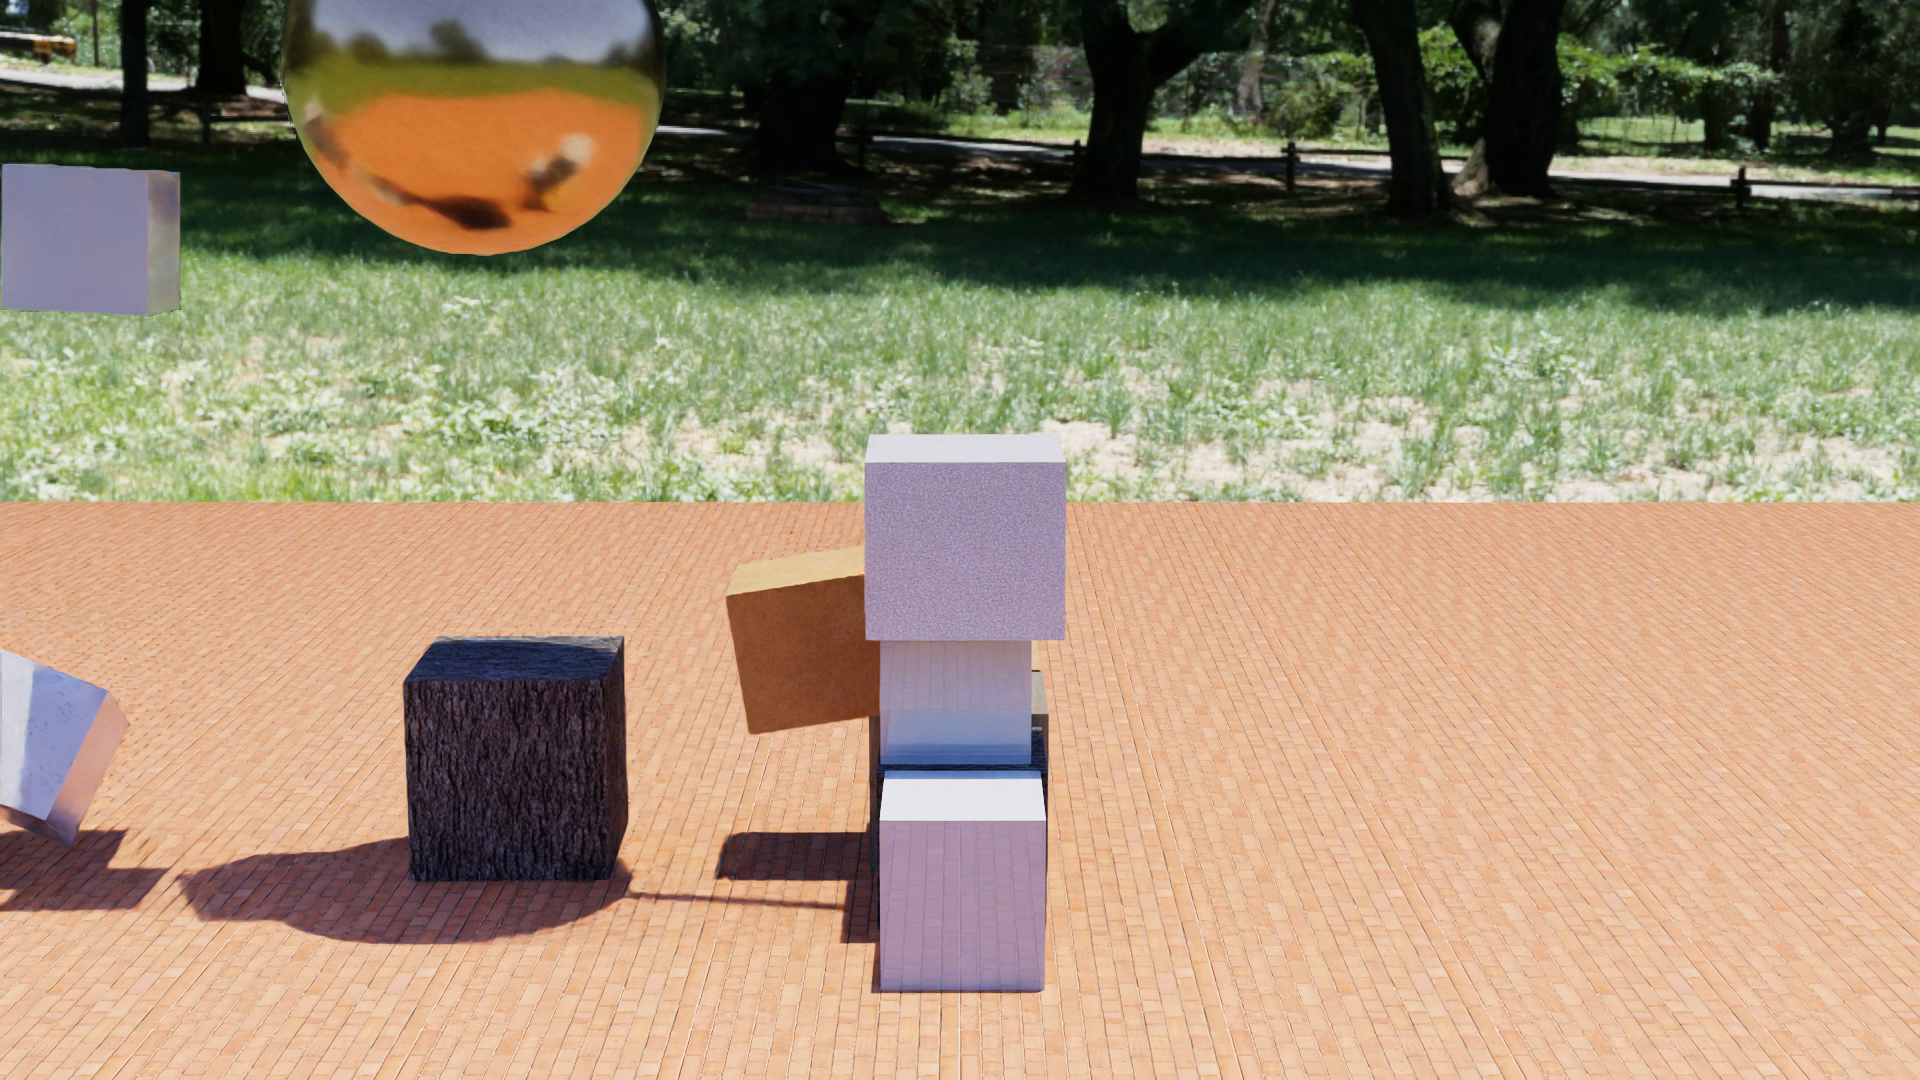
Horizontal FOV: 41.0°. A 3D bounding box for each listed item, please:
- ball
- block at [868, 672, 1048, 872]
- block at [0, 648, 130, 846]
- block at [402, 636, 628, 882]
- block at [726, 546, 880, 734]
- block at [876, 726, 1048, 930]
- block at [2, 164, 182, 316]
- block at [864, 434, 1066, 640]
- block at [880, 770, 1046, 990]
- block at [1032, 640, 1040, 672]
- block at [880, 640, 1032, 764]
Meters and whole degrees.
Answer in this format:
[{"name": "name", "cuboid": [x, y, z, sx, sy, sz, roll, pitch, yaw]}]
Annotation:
[{"name": "ball", "cuboid": [-2.039, -2.003, 10.816, 1.600, 1.600, 1.600, 0, 10, 0]}, {"name": "block", "cuboid": [-0.005, 1.051, 11.759, 0.793, 0.725, 0.800, 0, 10, 0]}, {"name": "block", "cuboid": [-4.190, 0.931, 11.550, 0.568, 0.625, 0.701, 22, -19, -4]}, {"name": "block", "cuboid": [-1.995, 0.977, 11.654, 0.869, 0.908, 0.904, 0, 10, -2]}, {"name": "block", "cuboid": [-0.665, 0.437, 11.548, 0.631, 0.632, 0.707, -9, 10, 1]}, {"name": "block", "cuboid": [0.008, 1.220, 10.986, 0.703, 0.668, 0.767, 0, 10, 0]}, {"name": "block", "cuboid": [-3.661, -1.275, 10.840, 0.588, 0.589, 0.574, 3, 8, -4]}, {"name": "block", "cuboid": [0.018, -0.023, 10.705, 0.807, 0.729, 0.793, 0, 10, -1]}, {"name": "block", "cuboid": [0.011, 1.347, 10.247, 0.638, 0.683, 0.711, 0, 10, 0]}, {"name": "block", "cuboid": [0.008, 0.908, 12.519, 0.743, 0.734, 0.721, 0, 10, 0]}, {"name": "block", "cuboid": [-0.018, 0.601, 10.921, 0.627, 0.575, 0.574, 0, 10, 0]}]
